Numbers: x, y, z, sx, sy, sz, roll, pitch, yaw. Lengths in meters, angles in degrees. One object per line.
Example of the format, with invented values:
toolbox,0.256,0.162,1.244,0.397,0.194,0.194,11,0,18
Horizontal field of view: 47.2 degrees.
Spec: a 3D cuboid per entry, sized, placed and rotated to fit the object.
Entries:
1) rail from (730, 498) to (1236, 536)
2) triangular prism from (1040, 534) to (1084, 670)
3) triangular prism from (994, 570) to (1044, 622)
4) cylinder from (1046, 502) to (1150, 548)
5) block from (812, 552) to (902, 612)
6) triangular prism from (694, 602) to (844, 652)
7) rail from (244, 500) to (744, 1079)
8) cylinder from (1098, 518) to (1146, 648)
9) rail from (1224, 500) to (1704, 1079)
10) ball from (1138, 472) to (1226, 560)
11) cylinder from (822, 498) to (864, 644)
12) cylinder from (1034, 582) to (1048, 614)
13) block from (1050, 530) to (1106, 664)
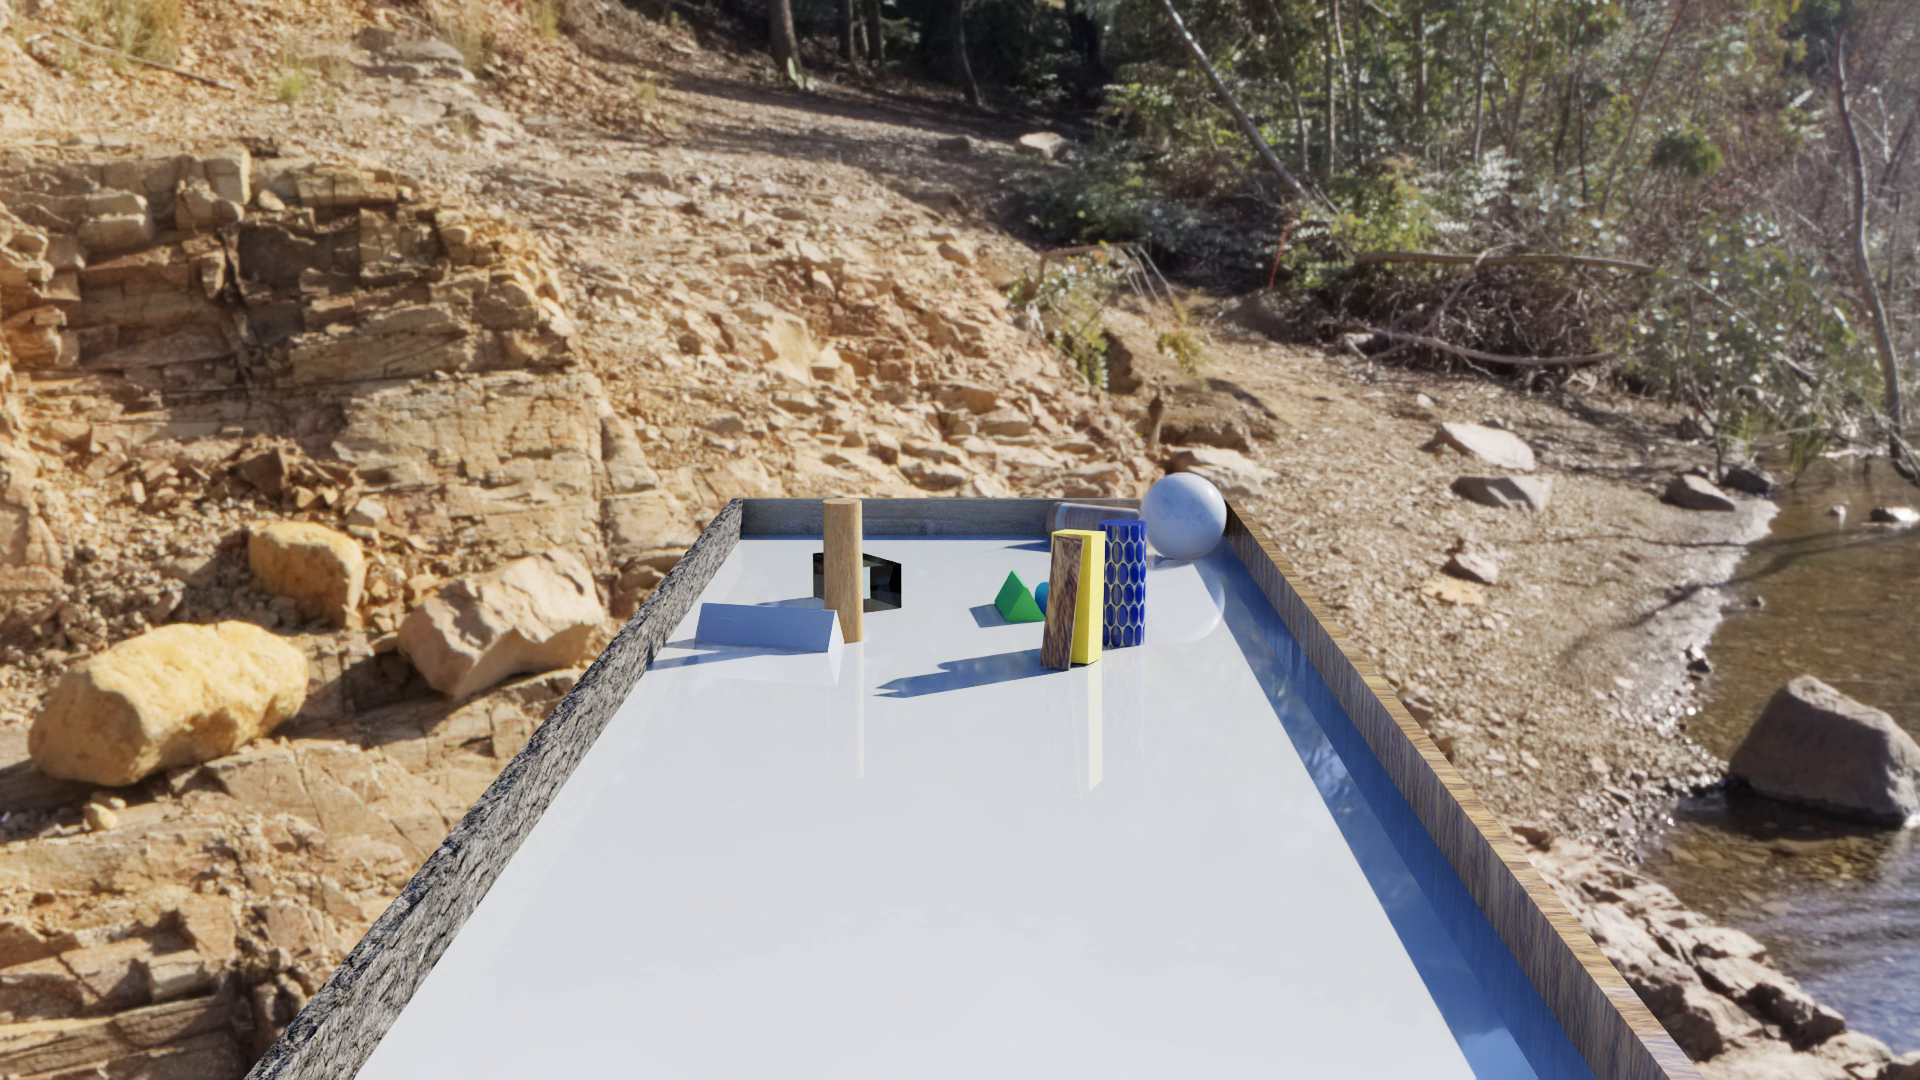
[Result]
rail,0.099,-0.098,9.147,2.100,0.150,0.050,0,9,1
triangular prism,0.319,0.184,6.577,0.094,0.395,0.082,9,8,24
triangular prism,0.201,0.186,7.458,0.130,0.113,0.341,-1,9,-6
cylinder,0.566,-0.057,8.859,0.412,0.161,0.161,6,11,33
block,-0.359,0.140,7.631,0.155,0.155,0.355,-6,11,-31
triangular prism,-0.603,0.266,6.935,0.454,0.117,0.136,3,10,18
rail,-1.004,0.839,3.234,0.050,0.150,12.000,0,9,1
cylinder,0.510,0.134,6.936,0.152,0.384,0.152,0,9,0
rail,1.046,0.843,3.208,0.050,0.150,12.000,0,9,1
ball,0.862,-0.094,8.523,0.338,0.338,0.338,0,9,0
cylinder,-0.371,0.097,6.972,0.123,0.445,0.123,0,10,0
cylinder,0.431,0.176,7.542,0.385,0.111,0.111,-8,12,-42
block,0.354,0.170,6.674,0.127,0.389,0.127,4,6,22
